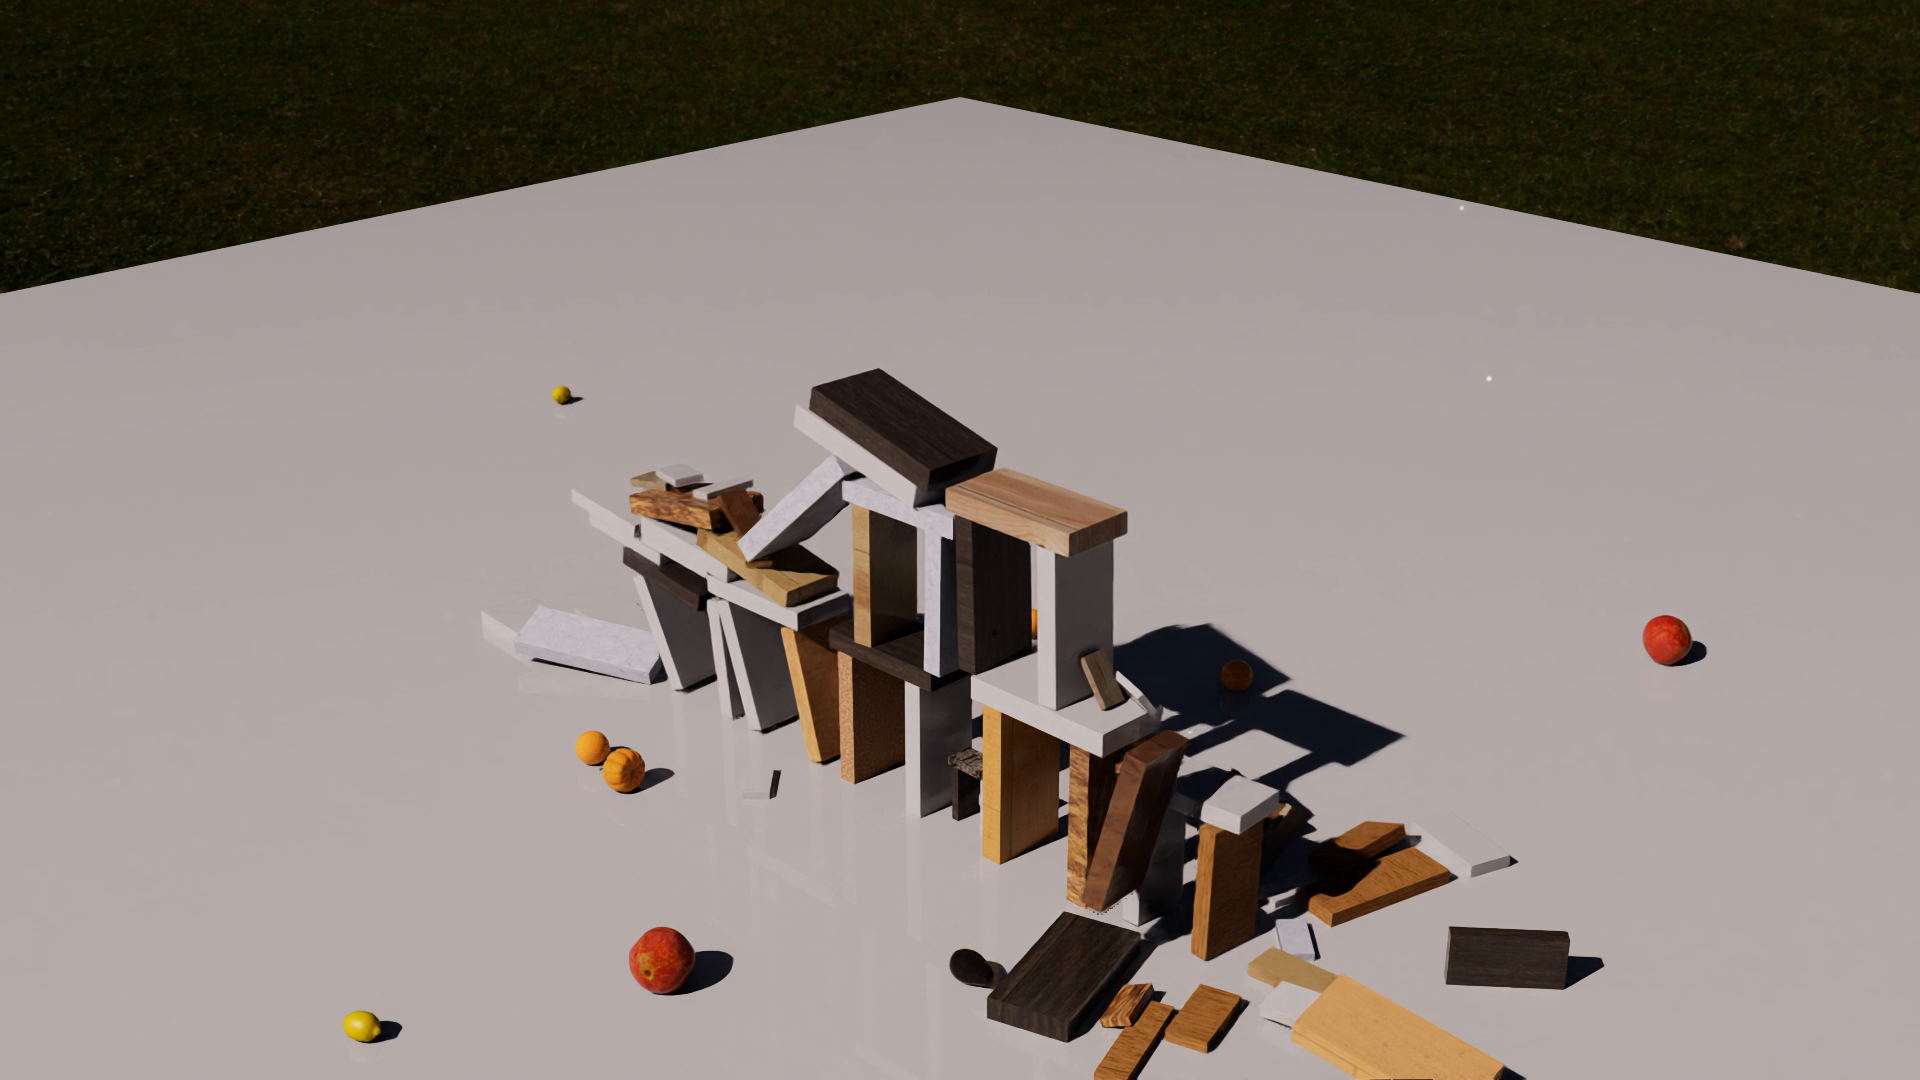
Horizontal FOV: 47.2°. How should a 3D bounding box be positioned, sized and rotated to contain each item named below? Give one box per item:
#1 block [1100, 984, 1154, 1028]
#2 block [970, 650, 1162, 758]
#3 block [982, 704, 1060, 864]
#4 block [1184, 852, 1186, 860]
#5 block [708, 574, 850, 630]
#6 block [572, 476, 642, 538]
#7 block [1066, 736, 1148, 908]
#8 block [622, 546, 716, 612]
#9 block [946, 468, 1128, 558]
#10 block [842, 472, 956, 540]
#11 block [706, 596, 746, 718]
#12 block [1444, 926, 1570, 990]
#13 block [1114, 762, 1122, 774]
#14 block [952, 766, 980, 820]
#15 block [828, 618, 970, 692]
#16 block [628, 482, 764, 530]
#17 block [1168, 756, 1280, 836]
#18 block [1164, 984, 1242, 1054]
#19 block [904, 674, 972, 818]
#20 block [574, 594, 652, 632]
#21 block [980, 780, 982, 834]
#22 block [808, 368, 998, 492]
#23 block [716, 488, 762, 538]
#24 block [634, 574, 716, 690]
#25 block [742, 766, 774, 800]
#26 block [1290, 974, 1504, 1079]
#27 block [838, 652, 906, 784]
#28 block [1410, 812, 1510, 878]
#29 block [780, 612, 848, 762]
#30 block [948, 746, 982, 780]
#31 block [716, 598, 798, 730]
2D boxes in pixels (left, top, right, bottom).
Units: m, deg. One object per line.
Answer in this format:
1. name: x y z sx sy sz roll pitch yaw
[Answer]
1. block: 0.290 0.807 3.815 0.056 0.016 0.112 -11 15 30
2. block: 0.198 0.303 4.130 0.334 0.047 0.167 21 31 41
3. block: 0.120 0.448 4.277 0.167 0.334 0.047 -21 31 -41
4. block: 0.388 0.607 4.311 0.051 0.015 0.103 -18 29 -36
5. block: -0.389 0.111 4.697 0.293 0.042 0.147 20 30 41
6. block: -0.769 -0.076 5.002 0.223 0.032 0.112 28 34 35
7. block: 0.277 0.510 4.132 0.047 0.334 0.167 21 31 41
8. block: -0.615 0.069 4.904 0.135 0.038 0.270 -21 38 -41
9. block: 0.139 -0.054 4.047 0.158 0.045 0.315 -21 30 -40
10. block: -0.070 -0.080 4.265 0.301 0.043 0.150 20 30 39
11. block: -0.477 0.242 4.840 0.135 0.270 0.038 -21 24 -41
12. block: 0.966 0.739 3.887 0.206 0.103 0.029 2 23 4
13. block: 0.340 0.409 4.003 0.113 0.016 0.056 -17 29 -41
14. block: 0.011 0.501 4.428 0.017 0.120 0.060 21 31 41
15. block: -0.111 0.219 4.439 0.294 0.042 0.147 21 31 40
16. block: -0.579 -0.080 4.820 0.146 0.041 0.292 -21 22 -40
17. block: 0.431 0.451 3.979 0.260 0.037 0.130 18 27 35
18. block: 0.420 0.824 3.790 0.078 0.022 0.156 12 26 26
19. block: -0.042 0.400 4.440 0.147 0.294 0.042 -21 31 -41
20. block: -0.796 0.204 5.232 0.131 0.037 0.261 -16 28 -34
21. block: 0.068 0.523 4.376 0.017 0.120 0.060 21 31 41
22. block: -0.112 -0.216 4.262 0.175 0.050 0.350 -20 43 -39
23. block: -0.460 -0.049 4.679 0.064 0.018 0.129 -12 58 -35
24. block: -0.633 0.189 4.980 0.038 0.270 0.135 -13 8 45
25. block: -0.417 0.502 4.557 0.056 0.016 0.112 0 23 1
26. block: 0.720 0.845 3.627 0.308 0.044 0.154 26 39 30
27. block: -0.182 0.346 4.568 0.042 0.294 0.147 21 31 41
28. block: 0.982 0.597 4.320 0.094 0.027 0.188 -11 25 -24
29. block: -0.281 0.307 4.662 0.147 0.293 0.042 -21 15 -41
30. block: 0.040 0.449 4.375 0.120 0.017 0.060 21 31 41
31. block: -0.426 0.251 4.796 0.147 0.293 0.042 -21 12 -41
